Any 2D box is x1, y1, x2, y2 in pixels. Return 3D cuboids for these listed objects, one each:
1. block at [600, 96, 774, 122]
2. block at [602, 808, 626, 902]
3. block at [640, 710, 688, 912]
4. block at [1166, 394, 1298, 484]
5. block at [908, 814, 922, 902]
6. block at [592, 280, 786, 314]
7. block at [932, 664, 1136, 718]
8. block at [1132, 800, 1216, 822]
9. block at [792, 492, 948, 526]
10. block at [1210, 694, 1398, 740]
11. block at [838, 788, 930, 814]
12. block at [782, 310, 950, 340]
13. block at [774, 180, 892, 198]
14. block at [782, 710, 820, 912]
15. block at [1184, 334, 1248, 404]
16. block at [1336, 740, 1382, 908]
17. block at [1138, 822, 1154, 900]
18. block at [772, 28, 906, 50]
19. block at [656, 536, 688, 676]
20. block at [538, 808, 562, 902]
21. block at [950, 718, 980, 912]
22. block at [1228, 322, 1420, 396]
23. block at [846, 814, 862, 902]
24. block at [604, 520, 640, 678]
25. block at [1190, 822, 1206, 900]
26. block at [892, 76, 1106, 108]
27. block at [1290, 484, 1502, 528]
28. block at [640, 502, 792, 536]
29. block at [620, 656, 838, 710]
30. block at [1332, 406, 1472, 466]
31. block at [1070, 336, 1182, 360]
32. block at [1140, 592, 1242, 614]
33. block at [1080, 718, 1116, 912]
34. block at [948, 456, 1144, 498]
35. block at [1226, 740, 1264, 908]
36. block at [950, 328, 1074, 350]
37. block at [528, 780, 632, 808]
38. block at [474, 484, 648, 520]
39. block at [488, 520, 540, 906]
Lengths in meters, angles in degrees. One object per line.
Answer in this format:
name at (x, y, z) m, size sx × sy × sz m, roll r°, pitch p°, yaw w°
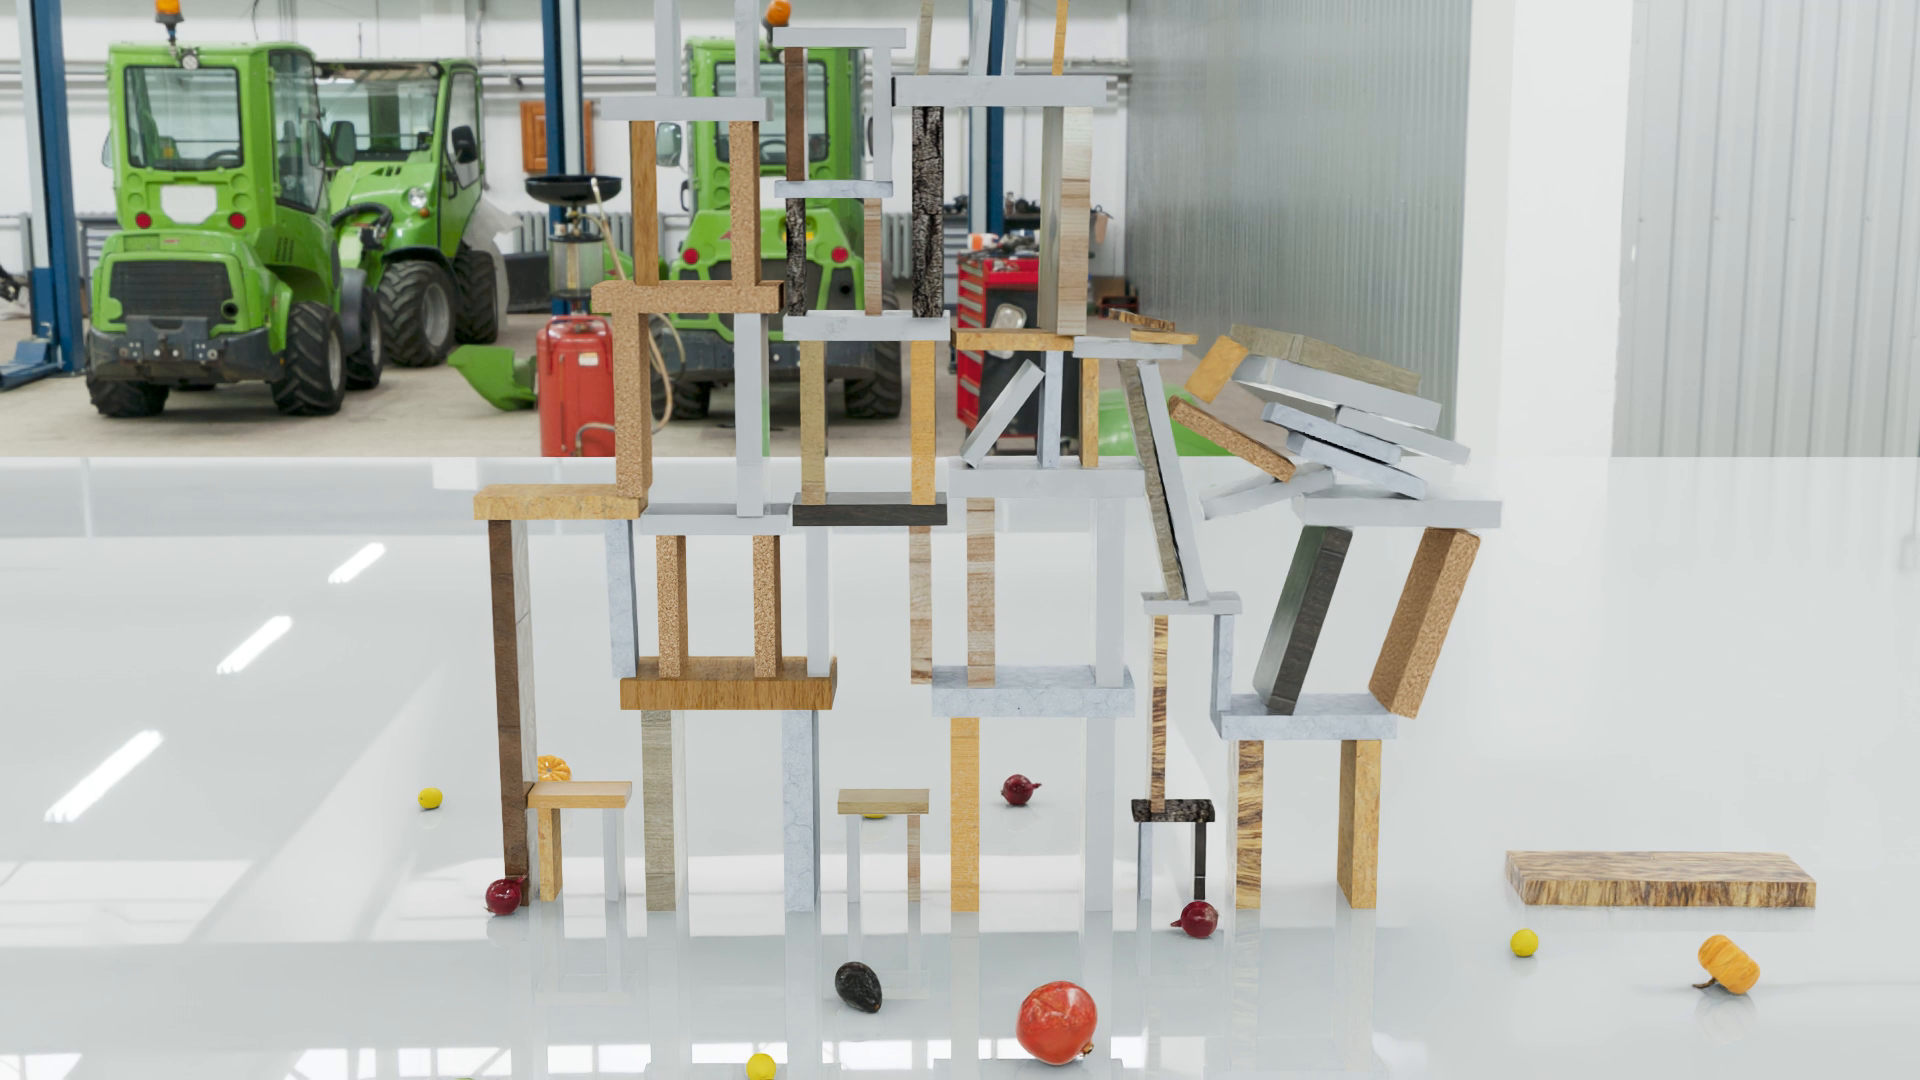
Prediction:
block at (-0.423, -0.673, 3.436) m, size 0.253 × 0.036 × 0.126 m, roll 0°, pitch 10°, yaw 1°
block at (-0.575, 0.511, 3.658) m, size 0.023 × 0.159 × 0.080 m, roll 0°, pitch 11°, yaw 0°
block at (-0.488, 0.423, 3.639) m, size 0.048 × 0.338 × 0.169 m, roll 0°, pitch 11°, yaw 0°
block at (0.431, -0.163, 3.514) m, size 0.214 × 0.030 × 0.107 m, roll 29°, pitch 9°, yaw -6°
block at (-0.076, 0.517, 3.655) m, size 0.021 × 0.149 × 0.075 m, roll 0°, pitch 11°, yaw 0°
block at (-0.428, -0.387, 3.491) m, size 0.290 × 0.041 × 0.145 m, roll 0°, pitch 10°, yaw 0°
block at (0.117, 0.247, 3.602) m, size 0.327 × 0.046 × 0.163 m, roll 0°, pitch 11°, yaw 0°
block at (0.353, 0.449, 3.648) m, size 0.133 × 0.019 × 0.067 m, roll 0°, pitch 11°, yaw 0°
block at (-0.145, -0.051, 3.557) m, size 0.247 × 0.035 × 0.123 m, roll 0°, pitch 11°, yaw -1°
block at (0.562, 0.290, 3.617) m, size 0.284 × 0.040 × 0.142 m, roll 0°, pitch 11°, yaw -1°
block at (-0.126, 0.433, 3.639) m, size 0.149 × 0.021 × 0.075 m, roll 0°, pitch 11°, yaw 0°
block at (-0.146, -0.342, 3.499) m, size 0.261 × 0.037 × 0.130 m, roll 0°, pitch 11°, yaw 0°
block at (-0.198, -0.553, 3.463) m, size 0.183 × 0.026 × 0.091 m, roll 0°, pitch 11°, yaw -1°
block at (-0.262, 0.423, 3.639) m, size 0.048 × 0.338 × 0.169 m, roll 0°, pitch 11°, yaw 0°
block at (0.404, -0.269, 3.473) m, size 0.052 × 0.104 × 0.015 m, roll 37°, pitch 2°, yaw 38°
block at (0.660, 0.450, 3.642) m, size 0.040 × 0.284 × 0.142 m, roll 0°, pitch 11°, yaw 0°
block at (0.308, 0.524, 3.661) m, size 0.019 × 0.133 × 0.067 m, roll 0°, pitch 11°, yaw 0°
block at (-0.186, -0.779, 3.415) m, size 0.203 × 0.029 × 0.102 m, roll 0°, pitch 11°, yaw -2°
block at (-0.468, 0.096, 3.578) m, size 0.033 × 0.232 × 0.116 m, roll 0°, pitch 11°, yaw 0°
block at (-0.682, 0.511, 3.658) m, size 0.023 × 0.159 × 0.080 m, roll 0°, pitch 11°, yaw 0°
block at (0.008, 0.430, 3.635) m, size 0.046 × 0.327 × 0.163 m, roll 0°, pitch 11°, yaw 0°
block at (0.587, -0.287, 3.544) m, size 0.305 × 0.043 × 0.153 m, roll 12°, pitch 4°, yaw -42°
block at (-0.176, 0.517, 3.655) m, size 0.021 × 0.149 × 0.075 m, roll 0°, pitch 11°, yaw 0°
block at (-0.549, 0.082, 3.577) m, size 0.037 × 0.259 × 0.130 m, roll -2°, pitch 11°, yaw -5°
block at (0.396, 0.524, 3.661) m, size 0.019 × 0.133 × 0.067 m, roll 0°, pitch 11°, yaw 0°
block at (0.057, -0.700, 3.433) m, size 0.322 × 0.046 × 0.161 m, roll -1°, pitch 11°, yaw -5°
block at (0.703, -0.056, 3.560) m, size 0.310 × 0.044 × 0.155 m, roll 1°, pitch 10°, yaw 0°
block at (-0.392, -0.034, 3.554) m, size 0.232 × 0.033 × 0.116 m, roll 0°, pitch 11°, yaw 0°
block at (-0.375, 0.234, 3.604) m, size 0.338 × 0.048 × 0.169 m, roll 0°, pitch 11°, yaw 0°
block at (0.702, -0.165, 3.514) m, size 0.212 × 0.030 × 0.106 m, roll 19°, pitch 3°, yaw 4°
block at (0.264, -0.307, 3.513) m, size 0.173 × 0.024 × 0.086 m, roll 1°, pitch 11°, yaw 0°
block at (0.376, 0.102, 3.584) m, size 0.158 × 0.022 × 0.079 m, roll 0°, pitch 10°, yaw -1°
block at (0.226, 0.430, 3.635) m, size 0.046 × 0.327 × 0.163 m, roll 0°, pitch 11°, yaw 0°
block at (0.135, -0.103, 3.545) m, size 0.309 × 0.044 × 0.154 m, roll 0°, pitch 11°, yaw -1°
block at (0.471, 0.450, 3.642) m, size 0.040 × 0.284 × 0.142 m, roll 0°, pitch 11°, yaw 0°
block at (0.082, -0.319, 3.493) m, size 0.185 × 0.026 × 0.093 m, roll 0°, pitch 11°, yaw -7°
block at (-0.628, 0.422, 3.642) m, size 0.159 × 0.023 × 0.080 m, roll 0°, pitch 11°, yaw 0°
block at (-0.640, -0.062, 3.543) m, size 0.259 × 0.037 × 0.130 m, roll 0°, pitch 10°, yaw -1°
block at (-0.729, 0.272, 3.614) m, size 0.037 × 0.646 × 0.130 m, roll 0°, pitch 11°, yaw 0°
